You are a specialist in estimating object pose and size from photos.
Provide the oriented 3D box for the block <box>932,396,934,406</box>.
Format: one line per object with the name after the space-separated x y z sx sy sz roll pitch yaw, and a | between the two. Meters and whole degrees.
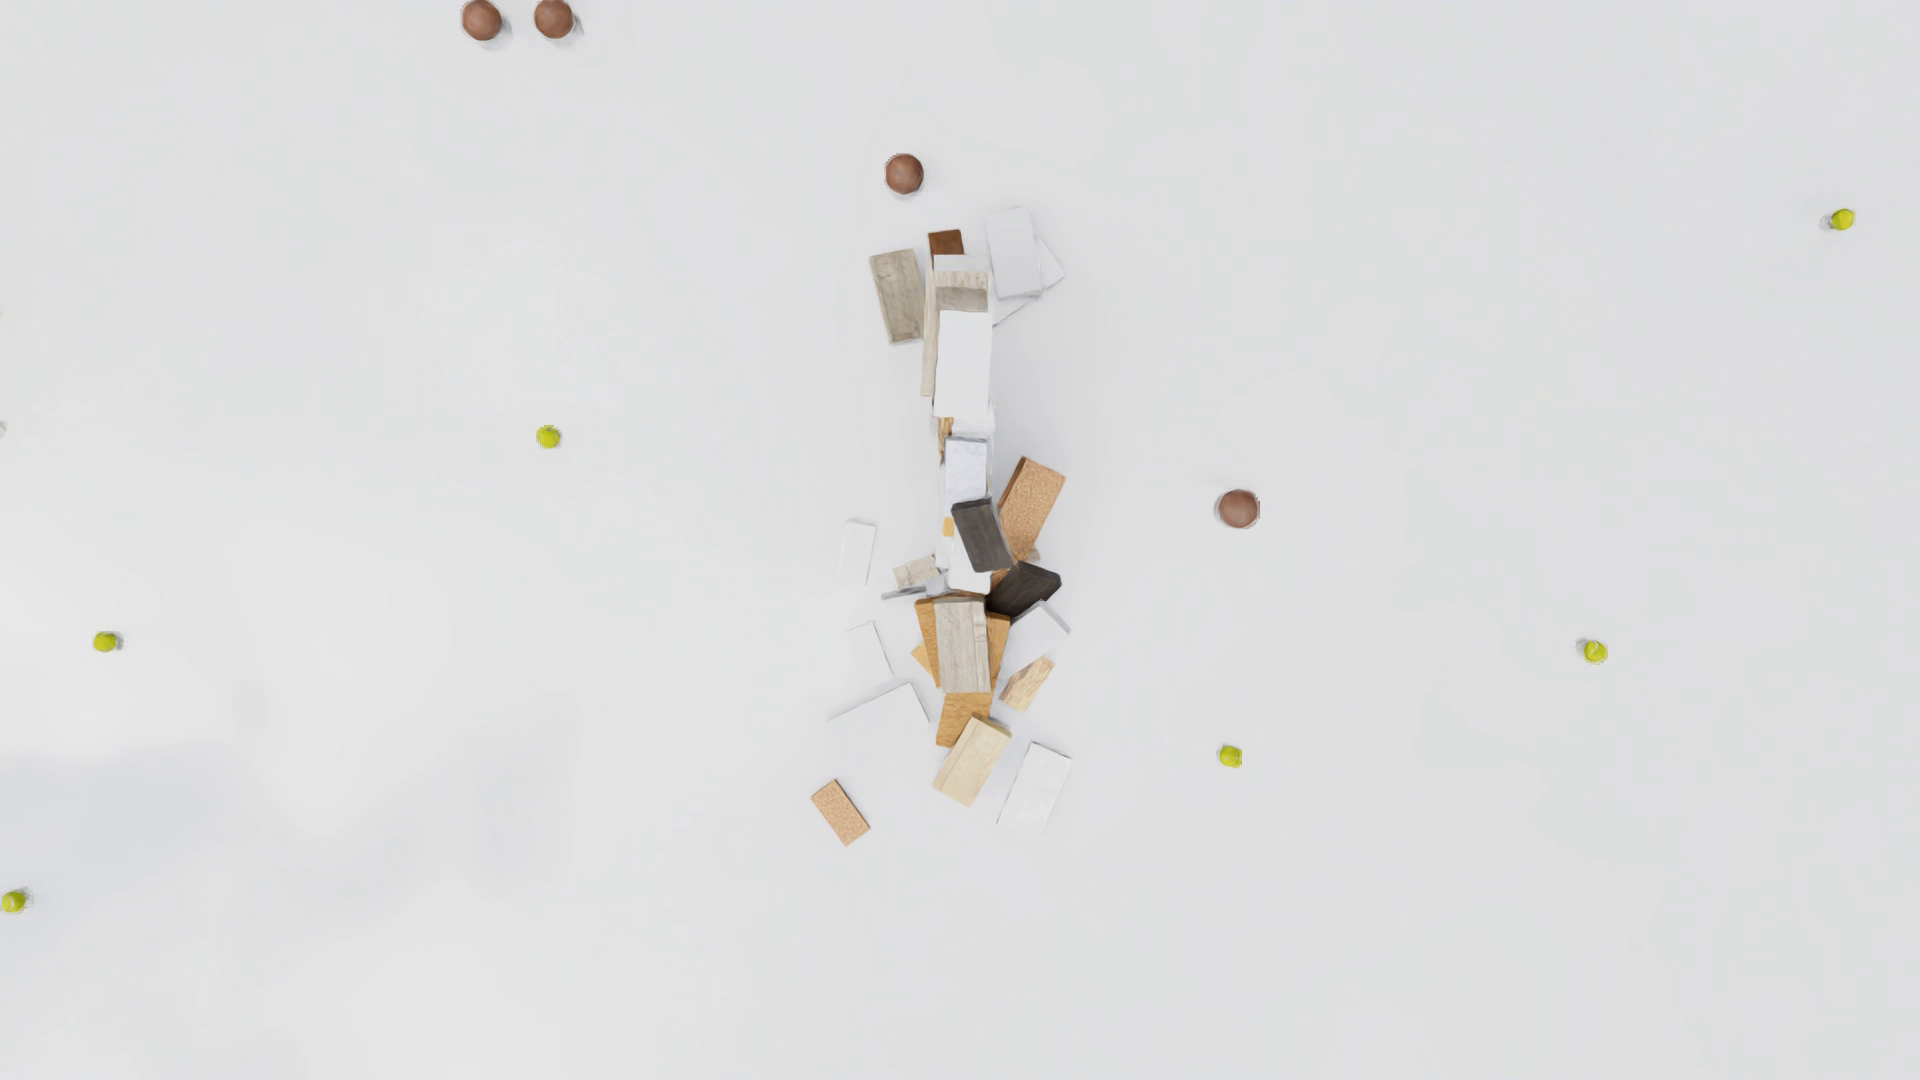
-0.008 -0.527 5.213 0.163 0.327 0.046 0 64 -1 | block

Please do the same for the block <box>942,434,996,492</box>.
0.026 -0.241 5.126 0.161 0.321 0.046 3 117 0 | block

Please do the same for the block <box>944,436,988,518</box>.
0.019 -0.178 4.775 0.119 0.034 0.239 5 114 9 | block

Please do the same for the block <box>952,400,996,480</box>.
0.038 -0.291 4.772 0.118 0.034 0.237 3 117 1 | block

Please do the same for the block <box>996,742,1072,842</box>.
0.248 0.835 5.479 0.147 0.042 0.294 23 90 0 | block

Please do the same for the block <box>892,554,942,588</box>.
-0.144 0.104 5.468 0.149 0.021 0.075 -20 90 17 | block

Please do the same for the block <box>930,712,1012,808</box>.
0.038 0.726 5.433 0.147 0.042 0.294 29 109 0 | block

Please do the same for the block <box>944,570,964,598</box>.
-0.018 0.168 5.420 0.072 0.020 0.143 -2 108 -23 | block

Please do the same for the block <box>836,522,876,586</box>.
-0.347 0.047 5.486 0.101 0.029 0.202 10 90 0 | block

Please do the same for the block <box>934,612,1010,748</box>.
0.040 0.463 5.389 0.152 0.043 0.494 12 112 -1 | block

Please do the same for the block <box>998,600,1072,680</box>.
0.204 0.329 5.395 0.294 0.042 0.147 -37 108 27 | block

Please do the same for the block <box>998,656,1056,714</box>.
0.222 0.468 5.486 0.099 0.028 0.199 33 90 0 | block

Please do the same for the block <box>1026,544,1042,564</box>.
0.161 0.064 5.455 0.199 0.028 0.099 -28 110 -9 | block

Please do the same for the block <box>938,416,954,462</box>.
0.009 -0.260 5.317 0.153 0.043 0.306 -1 104 0 | block

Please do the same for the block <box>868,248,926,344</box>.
-0.192 -0.808 5.460 0.147 0.042 0.294 -14 90 -16 | block

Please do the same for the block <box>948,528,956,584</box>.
0.014 0.028 4.947 0.075 0.021 0.241 9 118 2 | block

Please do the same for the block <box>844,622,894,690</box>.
-0.303 0.384 5.486 0.101 0.029 0.202 -20 90 0 | block

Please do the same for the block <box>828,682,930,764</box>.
-0.270 0.605 5.479 0.303 0.043 0.152 -26 90 0 | block

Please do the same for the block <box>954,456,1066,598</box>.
0.166 -0.017 5.395 0.158 0.045 0.496 24 96 -22 | block

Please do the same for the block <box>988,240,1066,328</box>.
0.188 -0.854 5.479 0.294 0.042 0.147 -35 90 0 | block

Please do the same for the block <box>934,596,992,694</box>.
0.010 0.338 5.294 0.158 0.045 0.317 -2 111 5 | block

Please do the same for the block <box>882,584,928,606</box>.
-0.185 0.184 5.461 0.149 0.075 0.021 -11 107 0 | block

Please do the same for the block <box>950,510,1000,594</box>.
0.043 0.027 4.906 0.119 0.034 0.270 10 118 7 | block

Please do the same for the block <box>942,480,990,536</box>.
0.019 -0.118 4.901 0.118 0.034 0.237 7 119 -1 | block

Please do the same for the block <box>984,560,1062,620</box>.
0.172 0.199 5.355 0.158 0.045 0.317 20 131 -28 | block

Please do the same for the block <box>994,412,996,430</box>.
0.036 -0.267 4.867 0.118 0.034 0.237 7 115 -1 | block

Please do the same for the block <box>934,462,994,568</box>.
0.013 -0.072 4.985 0.161 0.046 0.321 3 107 0 | block

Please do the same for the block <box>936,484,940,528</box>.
0.009 -0.073 5.178 0.161 0.321 0.046 1 123 0 | block

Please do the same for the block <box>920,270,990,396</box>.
-0.015 -0.577 4.633 0.175 0.049 0.349 3 93 -1 | block

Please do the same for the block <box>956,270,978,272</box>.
-0.007 -0.739 4.827 0.175 0.349 0.049 1 107 0 | block

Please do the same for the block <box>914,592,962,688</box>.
-0.038 0.329 5.391 0.152 0.043 0.303 -10 110 10 | block

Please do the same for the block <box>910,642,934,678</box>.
-0.078 0.410 5.487 0.084 0.024 0.167 -42 90 2 | block

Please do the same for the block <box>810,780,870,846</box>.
-0.398 0.908 5.486 0.101 0.029 0.202 -36 90 0 | block

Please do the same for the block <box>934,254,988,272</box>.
-0.002 -0.700 5.029 0.163 0.046 0.327 2 92 -1 | block

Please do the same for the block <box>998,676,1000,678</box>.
0.050 0.477 5.488 0.167 0.024 0.084 -43 90 0 | block

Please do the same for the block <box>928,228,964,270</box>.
-0.039 -0.923 5.433 0.110 0.031 0.220 -8 61 0 | block

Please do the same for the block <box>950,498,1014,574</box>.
0.067 -0.012 4.813 0.119 0.034 0.238 -9 126 17 | block

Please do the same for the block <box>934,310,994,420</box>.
0.009 -0.458 4.324 0.138 0.039 0.276 3 94 -2 | block

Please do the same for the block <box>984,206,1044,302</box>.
0.178 -0.943 5.438 0.147 0.042 0.294 -11 77 6 | block

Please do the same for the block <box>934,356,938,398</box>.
0.000 -0.429 4.481 0.138 0.276 0.039 1 118 0 | block

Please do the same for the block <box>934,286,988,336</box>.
0.004 -0.620 4.469 0.138 0.276 0.039 3 118 -3 | block
